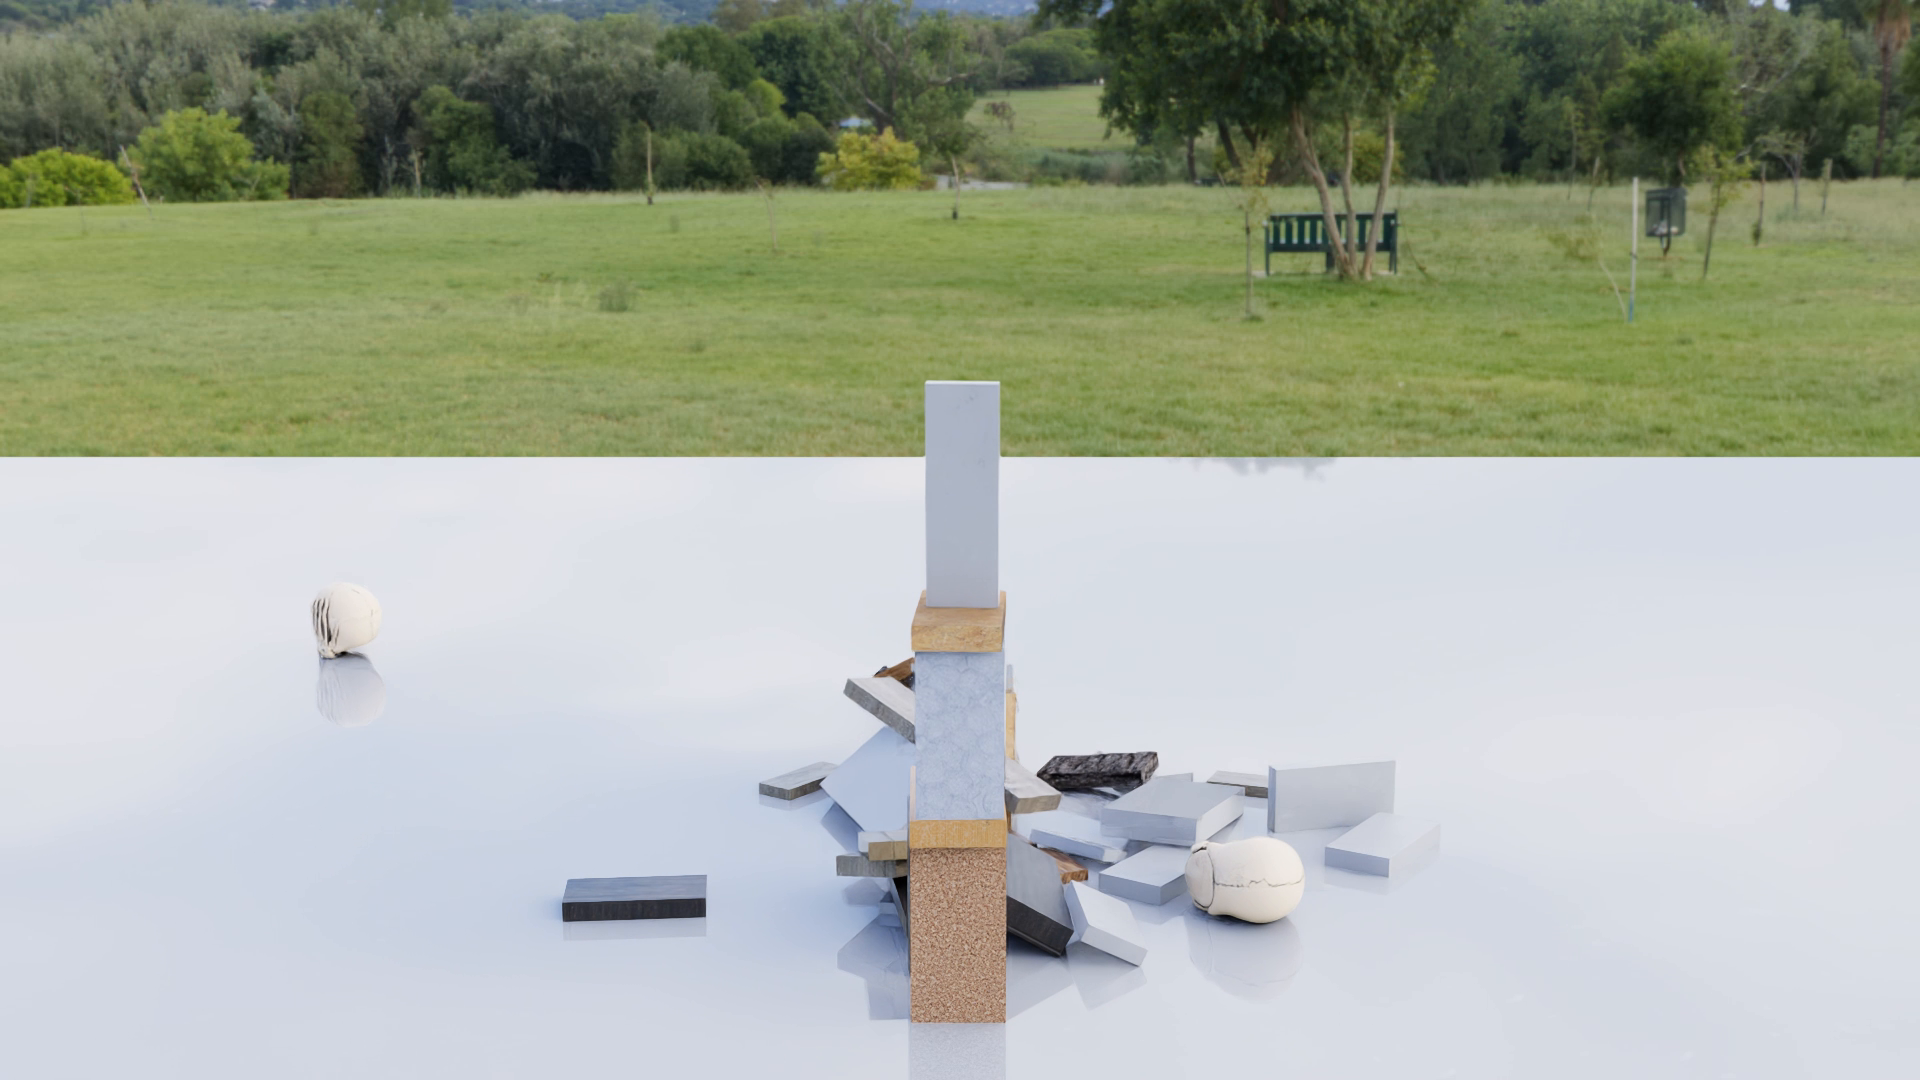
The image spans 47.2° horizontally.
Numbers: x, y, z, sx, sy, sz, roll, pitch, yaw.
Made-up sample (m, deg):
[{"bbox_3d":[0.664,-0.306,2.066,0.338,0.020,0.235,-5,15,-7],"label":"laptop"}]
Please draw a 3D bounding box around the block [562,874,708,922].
[{"bbox_3d":[-0.530,0.586,3.601,0.230,0.033,0.115,-1,11,-5],"label":"block"}]

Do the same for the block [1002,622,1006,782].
[{"bbox_3d":[0.004,0.236,3.210,0.123,0.246,0.035,1,11,5],"label":"block"}]

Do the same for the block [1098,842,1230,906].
[{"bbox_3d":[0.349,0.561,3.735,0.118,0.034,0.237,7,13,35],"label":"block"}]

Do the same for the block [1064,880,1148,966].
[{"bbox_3d":[0.226,0.597,3.438,0.102,0.029,0.204,25,8,-9],"label":"block"}]

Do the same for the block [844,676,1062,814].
[{"bbox_3d":[-0.019,0.375,4.078,0.116,0.033,0.483,1,23,-46],"label":"block"}]

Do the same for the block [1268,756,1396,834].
[{"bbox_3d":[0.680,0.464,4.021,0.237,0.118,0.034,-3,11,-15],"label":"block"}]

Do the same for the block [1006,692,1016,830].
[{"bbox_3d":[0.012,0.411,4.141,0.179,0.051,0.357,2,32,2],"label":"block"}]

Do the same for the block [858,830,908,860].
[{"bbox_3d":[-0.106,0.495,3.572,0.102,0.029,0.204,-2,-3,-7],"label":"block"}]

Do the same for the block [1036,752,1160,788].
[{"bbox_3d":[0.266,0.446,4.253,0.214,0.030,0.107,-5,12,24],"label":"block"}]

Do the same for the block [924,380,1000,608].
[{"bbox_3d":[0.004,-0.063,3.080,0.102,0.317,0.029,1,12,5],"label":"block"}]

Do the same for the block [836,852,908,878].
[{"bbox_3d":[-0.093,0.528,3.633,0.115,0.033,0.229,-4,-3,30],"label":"block"}]

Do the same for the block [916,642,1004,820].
[{"bbox_3d":[0.000,0.265,3.050,0.123,0.246,0.035,0,12,-1],"label":"block"}]

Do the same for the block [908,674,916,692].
[{"bbox_3d":[-0.016,0.261,4.706,0.116,0.033,0.231,-10,-22,-29],"label":"block"}]

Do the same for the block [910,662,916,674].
[{"bbox_3d":[-0.042,0.258,4.593,0.061,0.017,0.122,-32,-23,32],"label":"block"}]

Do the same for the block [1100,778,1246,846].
[{"bbox_3d":[0.388,0.489,3.970,0.172,0.049,0.345,4,4,21],"label":"block"}]

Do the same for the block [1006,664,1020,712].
[{"bbox_3d":[0.025,0.304,4.473,0.179,0.051,0.357,-1,-12,4],"label":"block"}]

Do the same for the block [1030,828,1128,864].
[{"bbox_3d":[0.205,0.533,3.831,0.154,0.022,0.077,11,-4,36],"label":"block"}]

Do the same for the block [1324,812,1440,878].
[{"bbox_3d":[0.746,0.535,3.874,0.118,0.034,0.237,7,13,33],"label":"block"}]

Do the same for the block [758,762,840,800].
[{"bbox_3d":[-0.300,0.467,4.271,0.077,0.022,0.185,8,13,36],"label":"block"}]

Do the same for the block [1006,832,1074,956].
[{"bbox_3d":[0.082,0.549,3.539,0.172,0.049,0.345,29,8,-7],"label":"block"}]

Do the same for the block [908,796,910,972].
[{"bbox_3d":[-0.010,0.519,3.310,0.135,0.271,0.038,-1,11,-7],"label":"block"}]

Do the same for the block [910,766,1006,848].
[{"bbox_3d":[-0.005,0.384,3.189,0.135,0.038,0.271,0,11,-1],"label":"block"}]

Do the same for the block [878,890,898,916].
[{"bbox_3d":[-0.057,0.595,3.589,0.137,0.019,0.068,3,11,16],"label":"block"}]

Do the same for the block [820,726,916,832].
[{"bbox_3d":[-0.123,0.456,3.994,0.172,0.049,0.392,-41,20,-8],"label":"block"}]

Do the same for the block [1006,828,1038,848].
[{"bbox_3d":[0.080,0.536,3.913,0.060,0.017,0.121,-6,12,-30],"label":"block"}]

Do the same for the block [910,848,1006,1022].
[{"bbox_3d":[-0.002,0.552,3.131,0.135,0.271,0.038,0,11,0],"label":"block"}]

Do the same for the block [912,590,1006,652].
[{"bbox_3d":[0.000,0.112,3.103,0.123,0.035,0.246,0,10,3],"label":"block"}]

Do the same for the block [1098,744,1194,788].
[{"bbox_3d":[0.364,0.450,4.340,0.107,0.030,0.214,-4,11,-20],"label":"block"}]

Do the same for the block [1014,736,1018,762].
[{"bbox_3d":[0.018,0.405,4.353,0.179,0.051,0.357,0,13,-1],"label":"block"}]

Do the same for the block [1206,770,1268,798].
[{"bbox_3d":[0.560,0.473,4.241,0.154,0.022,0.077,4,11,21],"label":"block"}]

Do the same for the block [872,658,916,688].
[{"bbox_3d":[-0.104,0.299,4.865,0.116,0.033,0.231,-28,-12,18],"label":"block"}]

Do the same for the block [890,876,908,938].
[{"bbox_3d":[-0.043,0.580,3.528,0.115,0.033,0.229,-2,11,-8],"label":"block"}]

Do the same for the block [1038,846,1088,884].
[{"bbox_3d":[0.159,0.559,3.781,0.068,0.019,0.137,-5,12,-24],"label":"block"}]

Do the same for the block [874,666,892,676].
[{"bbox_3d":[-0.170,0.328,5.026,0.070,0.020,0.236,2,11,13],"label":"block"}]
